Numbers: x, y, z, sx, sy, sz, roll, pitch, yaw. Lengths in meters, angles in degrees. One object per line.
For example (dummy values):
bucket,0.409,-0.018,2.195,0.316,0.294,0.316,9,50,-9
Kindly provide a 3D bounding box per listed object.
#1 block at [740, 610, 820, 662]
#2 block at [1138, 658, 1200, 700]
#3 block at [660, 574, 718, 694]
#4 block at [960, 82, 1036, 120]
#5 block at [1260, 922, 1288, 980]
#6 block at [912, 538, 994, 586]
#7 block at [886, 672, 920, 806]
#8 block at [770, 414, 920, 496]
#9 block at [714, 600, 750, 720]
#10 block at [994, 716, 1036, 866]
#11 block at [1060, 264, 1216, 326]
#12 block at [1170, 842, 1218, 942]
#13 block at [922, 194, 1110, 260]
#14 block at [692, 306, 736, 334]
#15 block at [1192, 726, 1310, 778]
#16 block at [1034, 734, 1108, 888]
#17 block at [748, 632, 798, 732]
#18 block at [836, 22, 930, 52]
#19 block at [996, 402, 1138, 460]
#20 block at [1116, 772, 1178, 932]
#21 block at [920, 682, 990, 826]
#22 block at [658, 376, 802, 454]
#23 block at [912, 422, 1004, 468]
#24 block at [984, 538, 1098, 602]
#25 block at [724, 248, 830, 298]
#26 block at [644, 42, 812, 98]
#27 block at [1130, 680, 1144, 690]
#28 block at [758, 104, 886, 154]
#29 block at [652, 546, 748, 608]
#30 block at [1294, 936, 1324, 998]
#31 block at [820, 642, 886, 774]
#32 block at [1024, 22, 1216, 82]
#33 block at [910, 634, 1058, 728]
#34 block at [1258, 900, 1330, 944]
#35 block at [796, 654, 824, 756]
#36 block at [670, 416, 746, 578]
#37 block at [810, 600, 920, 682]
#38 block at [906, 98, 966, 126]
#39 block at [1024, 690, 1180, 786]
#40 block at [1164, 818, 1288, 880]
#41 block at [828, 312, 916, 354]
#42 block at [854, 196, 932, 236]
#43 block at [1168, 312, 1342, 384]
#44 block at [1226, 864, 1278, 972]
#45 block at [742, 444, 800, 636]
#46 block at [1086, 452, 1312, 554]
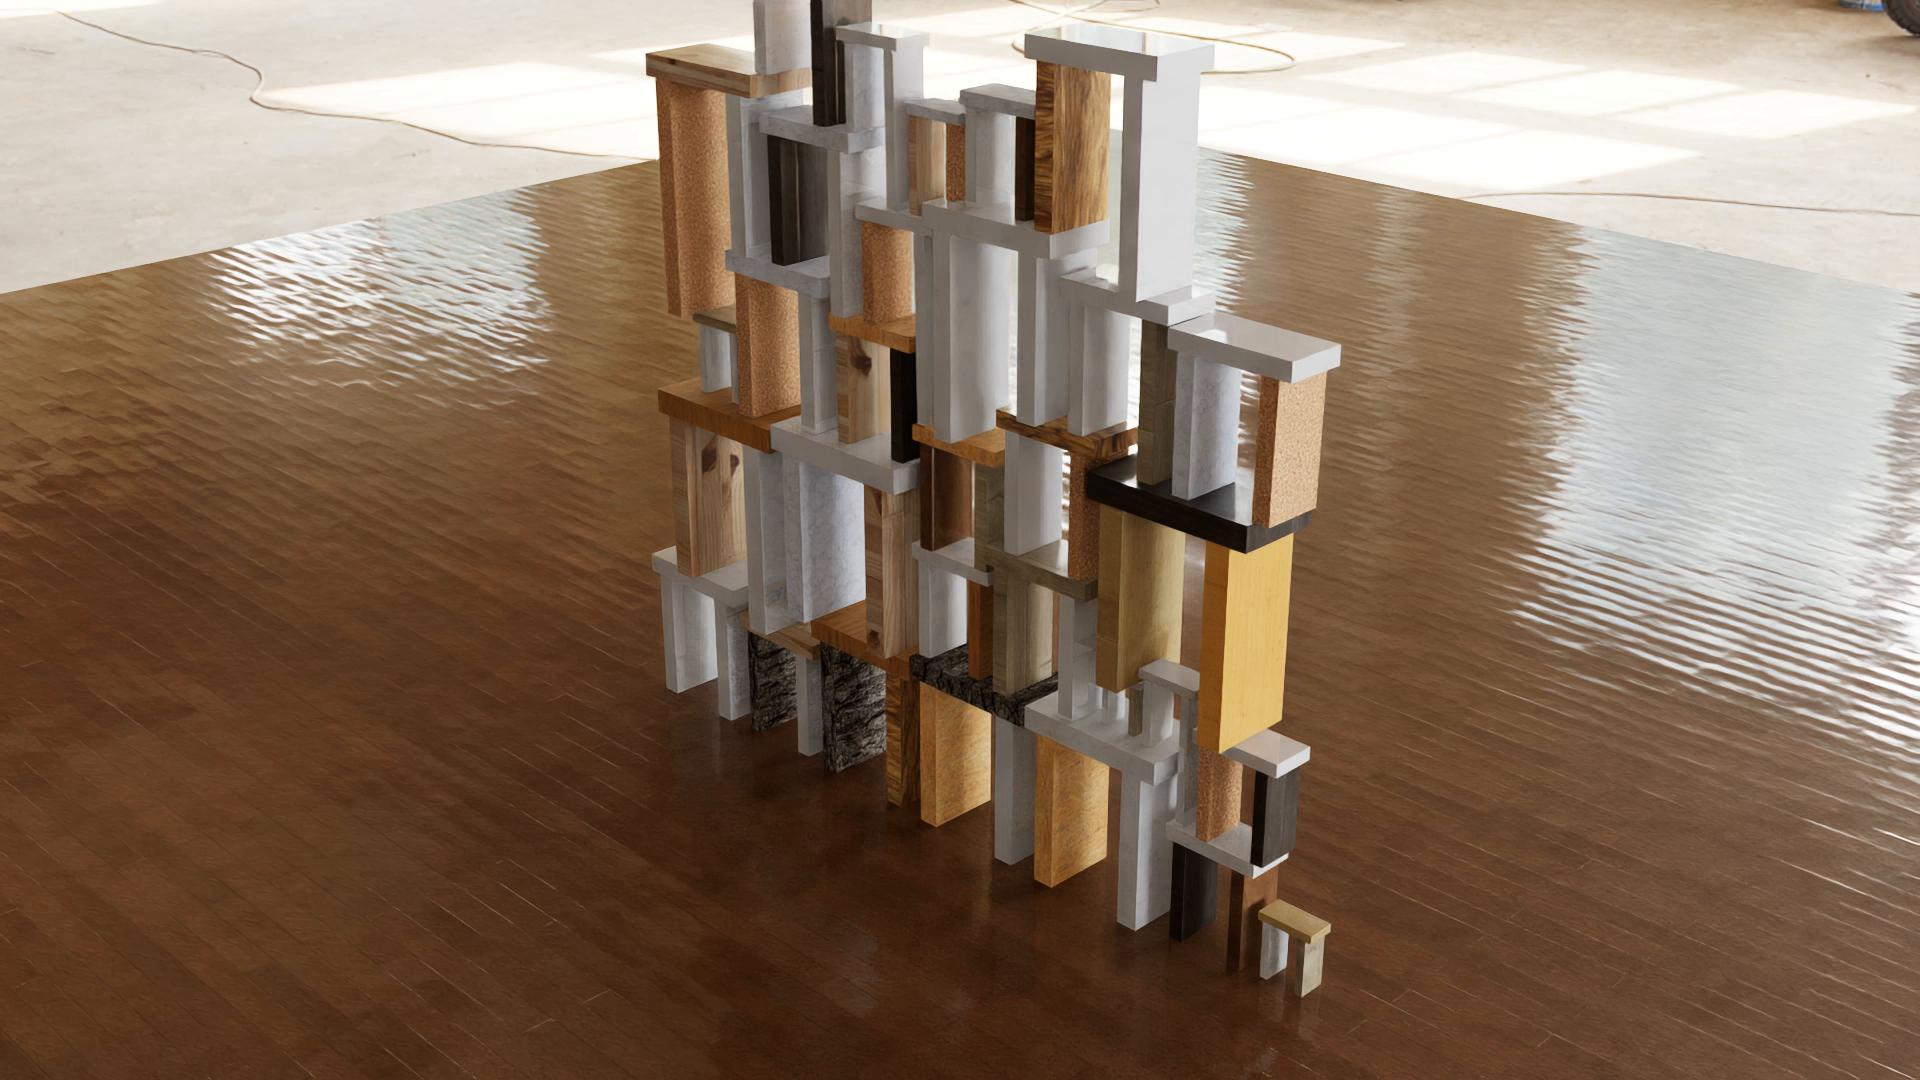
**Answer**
block,-0.347,0.188,4.676,0.117,0.033,0.234,-21,31,-41
block,0.387,0.246,3.901,0.064,0.018,0.129,-21,31,-40
block,-0.599,0.191,4.951,0.040,0.282,0.141,21,31,41
block,0.094,-0.759,3.797,0.090,0.025,0.179,-21,31,-41
block,0.561,0.720,3.917,0.016,0.114,0.057,21,31,41
block,0.014,0.033,4.217,0.203,0.029,0.102,21,31,40
block,-0.082,0.382,4.483,0.042,0.294,0.147,21,31,41
block,-0.189,-0.182,4.346,0.180,0.051,0.359,-21,31,-41
block,-0.467,0.242,4.829,0.040,0.282,0.141,21,31,41
block,0.138,0.462,4.275,0.044,0.310,0.155,21,31,41
block,0.299,-0.417,3.726,0.121,0.034,0.242,-21,31,-41
block,0.430,0.626,4.029,0.028,0.201,0.100,21,31,41
block,0.096,-0.560,3.876,0.310,0.044,0.155,21,31,40
block,-0.476,-0.455,4.546,0.150,0.021,0.075,21,31,40
block,0.506,0.356,3.827,0.093,0.026,0.185,-21,31,-41
block,0.214,0.490,4.201,0.045,0.317,0.158,21,31,41
block,-0.402,0.289,4.779,0.117,0.234,0.033,-21,31,-41
block,-0.139,-0.912,3.979,0.081,0.023,0.163,-21,30,-39
block,0.191,-0.204,3.931,0.119,0.034,0.238,-21,31,-41
block,0.364,0.548,4.063,0.045,0.317,0.158,21,31,41
block,-0.008,0.405,4.410,0.044,0.310,0.155,21,31,41
block,-0.447,-0.271,4.588,0.180,0.051,0.360,-21,31,-41
block,0.025,-0.189,4.112,0.108,0.031,0.216,-21,31,-40
block,0.178,0.044,4.044,0.125,0.035,0.250,-21,31,-41
block,-0.317,-0.539,4.339,0.143,0.040,0.285,-21,31,-41
block,-0.456,-0.925,4.323,0.319,0.045,0.159,21,31,40
block,0.305,0.244,3.993,0.049,0.014,0.097,-21,31,-40
block,-0.250,-0.780,4.161,0.126,0.036,0.253,-21,31,-41
block,-0.533,0.068,4.827,0.282,0.040,0.141,21,31,41
block,0.615,0.741,3.867,0.016,0.114,0.057,21,31,41
block,-0.221,0.328,4.610,0.042,0.294,0.147,21,31,41
block,0.258,-0.799,3.595,0.288,0.041,0.144,21,31,41
block,0.065,0.270,4.273,0.311,0.044,0.155,21,31,41
block,0.588,0.671,3.867,0.114,0.016,0.057,21,31,41
block,-0.292,0.332,4.678,0.117,0.234,0.033,-21,31,-41
block,-0.531,-0.115,4.746,0.180,0.360,0.051,-21,31,-41
block,-0.151,0.201,4.481,0.147,0.042,0.294,-21,31,-41
block,-0.025,-0.764,3.919,0.070,0.020,0.140,-20,30,-39
block,0.289,0.352,4.062,0.317,0.045,0.158,21,31,41
block,0.477,0.539,3.941,0.201,0.028,0.100,21,31,41
block,-0.134,-0.408,4.195,0.112,0.032,0.225,-21,31,-41
block,-0.088,-0.600,4.062,0.199,0.028,0.099,20,30,38
block,0.476,-0.314,3.569,0.127,0.036,0.254,-21,31,-41
block,0.525,0.663,3.941,0.028,0.201,0.100,21,31,41
block,-0.362,-0.023,4.601,0.180,0.414,0.051,-21,31,-41
block,0.405,-0.072,3.758,0.351,0.050,0.175,21,31,41
